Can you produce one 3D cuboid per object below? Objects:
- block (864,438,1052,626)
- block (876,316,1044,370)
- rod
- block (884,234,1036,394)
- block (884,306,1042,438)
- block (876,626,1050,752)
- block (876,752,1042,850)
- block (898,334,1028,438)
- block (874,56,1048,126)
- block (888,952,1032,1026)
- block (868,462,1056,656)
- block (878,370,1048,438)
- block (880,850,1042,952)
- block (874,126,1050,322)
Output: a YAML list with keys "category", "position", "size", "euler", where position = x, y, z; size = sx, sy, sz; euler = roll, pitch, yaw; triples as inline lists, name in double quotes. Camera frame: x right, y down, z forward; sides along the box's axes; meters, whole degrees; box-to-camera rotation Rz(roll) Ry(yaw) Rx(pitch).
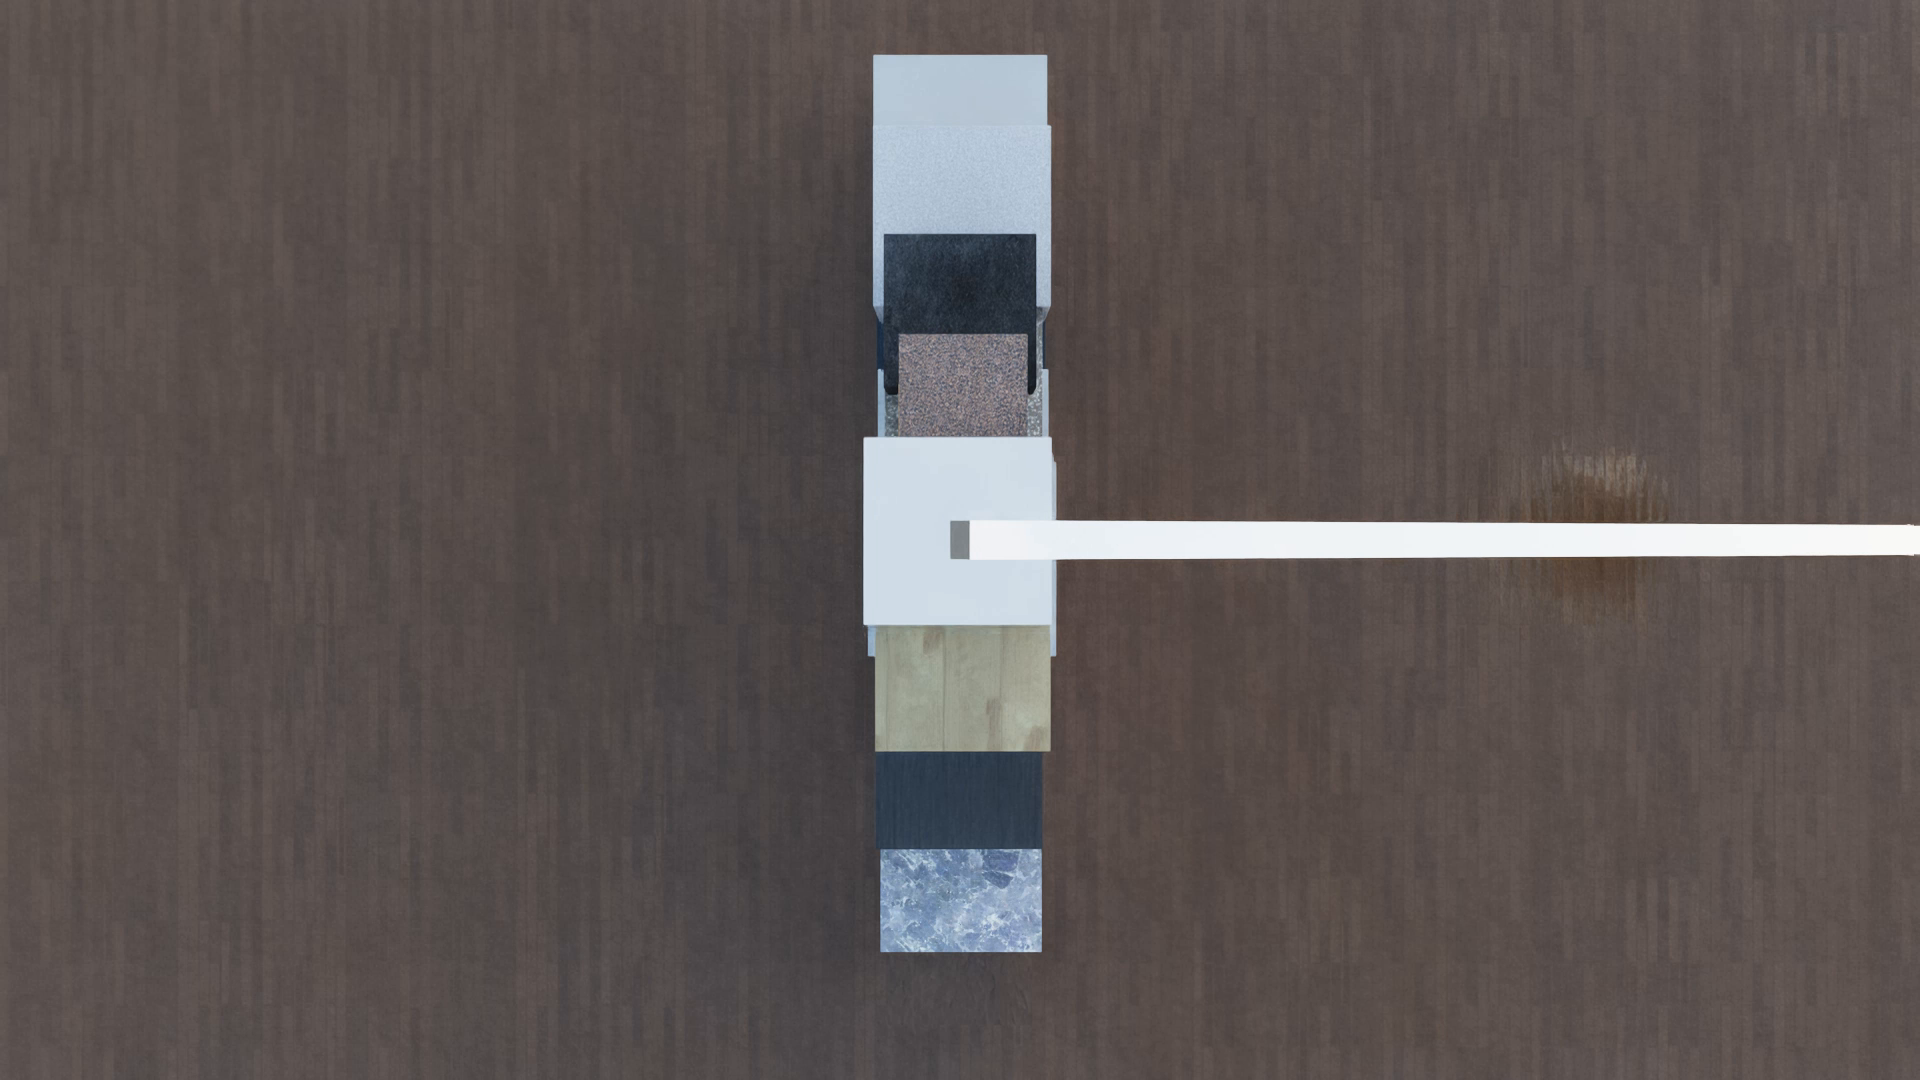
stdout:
- category: "block"
  position: [-0.009, -0.019, 9.283]
  size: [0.758, 0.804, 0.759]
  euler: [0, 87, 0]
- category: "block"
  position: [0.005, -1.360, 12.592]
  size: [0.931, 0.817, 0.836]
  euler: [0, 90, 0]
- category: "rod"
  position: [2.234, 0.000, 5.855]
  size: [5.200, 0.080, 0.080]
  euler: [0, 90, -31]
- category: "block"
  position: [0.001, -1.107, 10.890]
  size: [0.736, 0.624, 0.736]
  euler: [0, 90, 0]
- category: "block"
  position: [0.018, -0.796, 11.628]
  size: [0.806, 0.768, 0.791]
  euler: [0, 90, 0]
- category: "block"
  position: [0.013, 0.533, 10.074]
  size: [0.771, 0.792, 0.793]
  euler: [0, 90, 0]
- category: "block"
  position: [-0.004, 1.042, 10.926]
  size: [0.801, 0.739, 0.886]
  euler: [0, 90, 0]
- category: "block"
  position: [0.015, -0.655, 10.172]
  size: [0.579, 0.520, 0.546]
  euler: [0, 90, 0]
- category: "block"
  position: [0.002, -2.228, 12.549]
  size: [0.956, 0.901, 0.880]
  euler: [0, 90, 0]
- category: "block"
  position: [-0.002, 2.259, 12.549]
  size: [0.795, 0.903, 0.819]
  euler: [0, 90, 0]
- category: "block"
  position: [0.010, 0.097, 11.489]
  size: [0.949, 0.840, 0.976]
  euler: [0, 90, 0]
- category: "block"
  position: [0.017, -0.443, 12.506]
  size: [0.932, 0.988, 0.979]
  euler: [0, 90, 0]
- category: "block"
  position: [0.006, 1.699, 11.696]
  size: [0.828, 0.748, 0.843]
  euler: [0, 90, 0]
- category: "block"
  position: [0.010, -1.656, 11.649]
  size: [0.904, 0.902, 0.918]
  euler: [0, 91, 0]
